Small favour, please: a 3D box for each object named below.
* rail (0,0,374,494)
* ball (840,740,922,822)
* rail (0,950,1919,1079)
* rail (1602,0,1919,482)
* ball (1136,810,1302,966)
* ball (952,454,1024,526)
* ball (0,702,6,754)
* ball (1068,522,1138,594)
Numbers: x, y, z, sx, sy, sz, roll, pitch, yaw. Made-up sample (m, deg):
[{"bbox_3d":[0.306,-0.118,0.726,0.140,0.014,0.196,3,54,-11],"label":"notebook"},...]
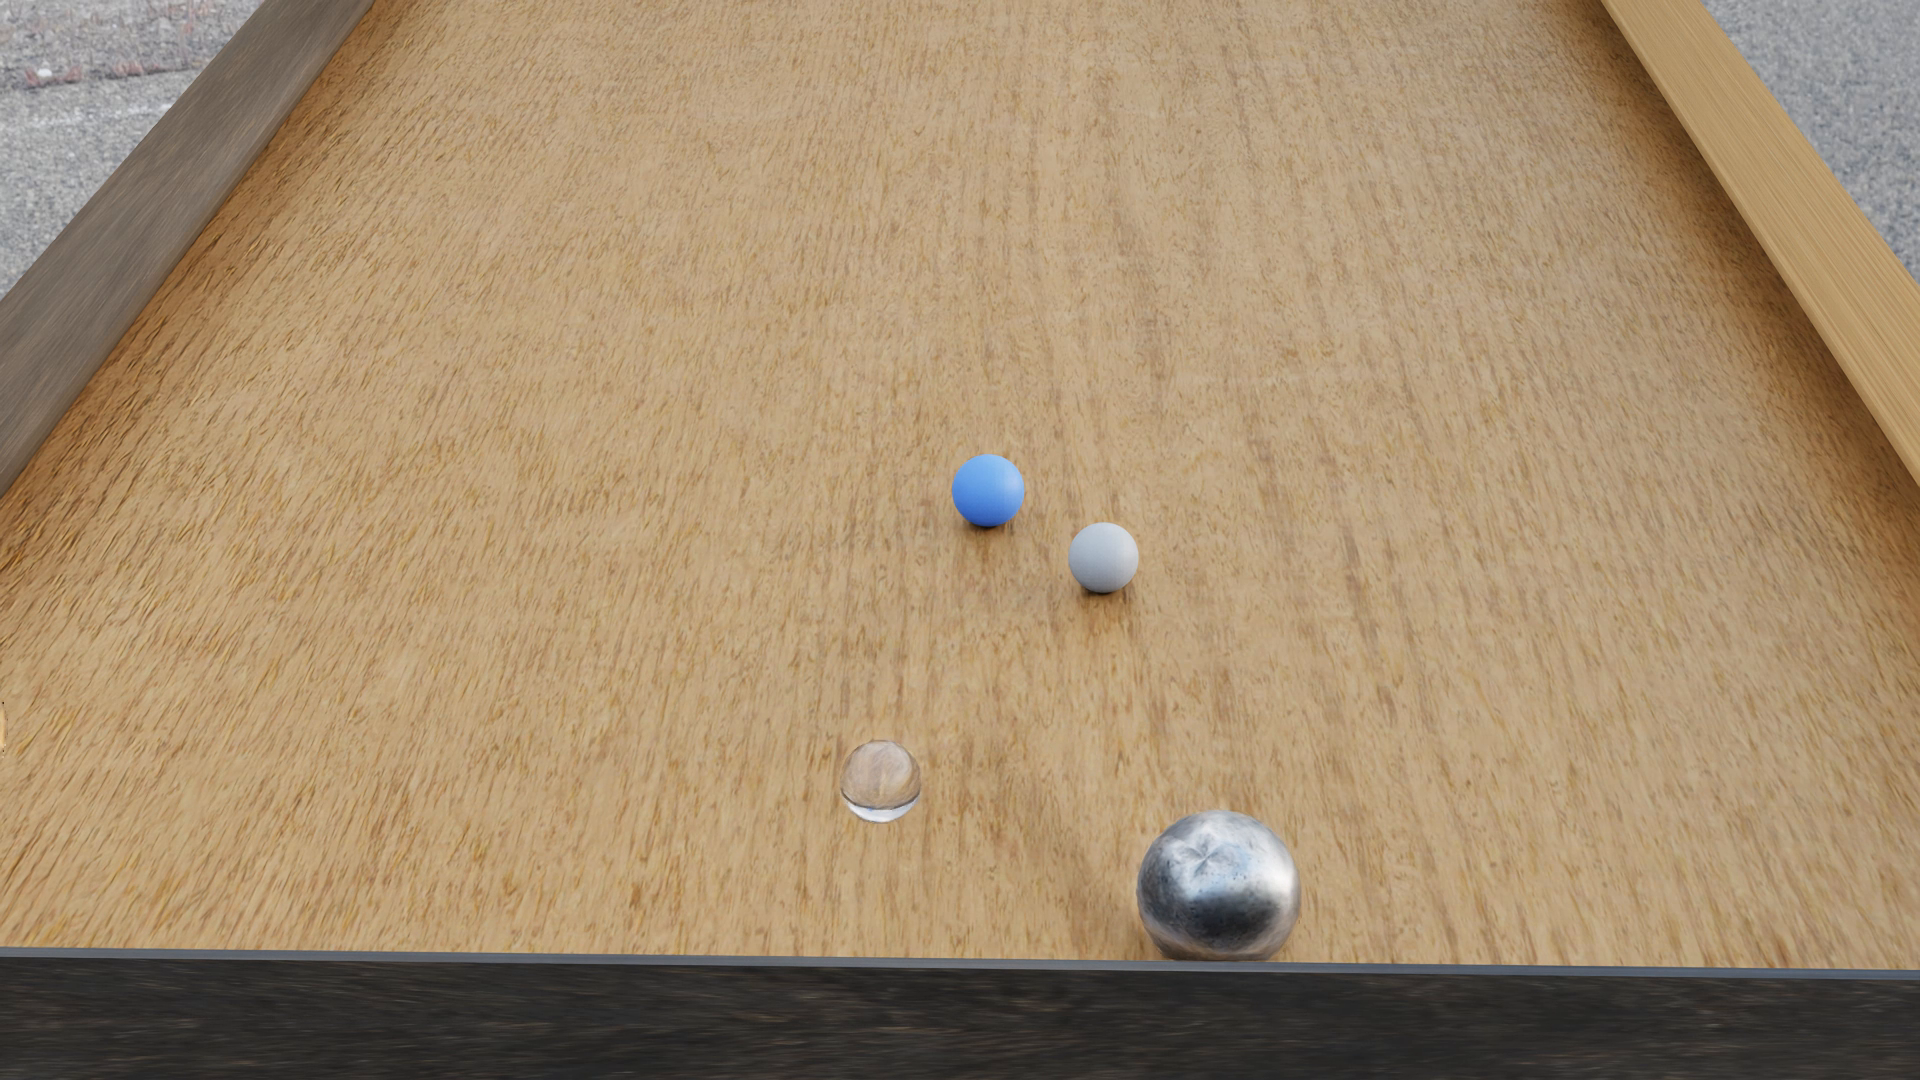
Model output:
[{"bbox_3d":[-0.641,-0.315,2.514,0.045,0.125,2.566,1,26,1],"label":"rail"},{"bbox_3d":[-0.045,0.136,1.665,0.047,0.047,0.047,0,26,0],"label":"ball"},{"bbox_3d":[-0.013,0.236,1.366,1.357,0.125,0.045,1,26,1],"label":"rail"},{"bbox_3d":[0.668,-0.303,2.488,0.045,0.125,2.566,1,26,1],"label":"rail"},{"bbox_3d":[0.134,0.183,1.524,0.086,0.086,0.086,0,26,0],"label":"ball"},{"bbox_3d":[0.019,-0.034,2.017,0.050,0.050,0.050,0,26,0],"label":"ball"},{"bbox_3d":[-0.592,0.108,1.668,0.096,0.096,0.096,0,26,0],"label":"ball"},{"bbox_3d":[0.094,0.012,1.926,0.046,0.046,0.046,0,26,0],"label":"ball"}]
